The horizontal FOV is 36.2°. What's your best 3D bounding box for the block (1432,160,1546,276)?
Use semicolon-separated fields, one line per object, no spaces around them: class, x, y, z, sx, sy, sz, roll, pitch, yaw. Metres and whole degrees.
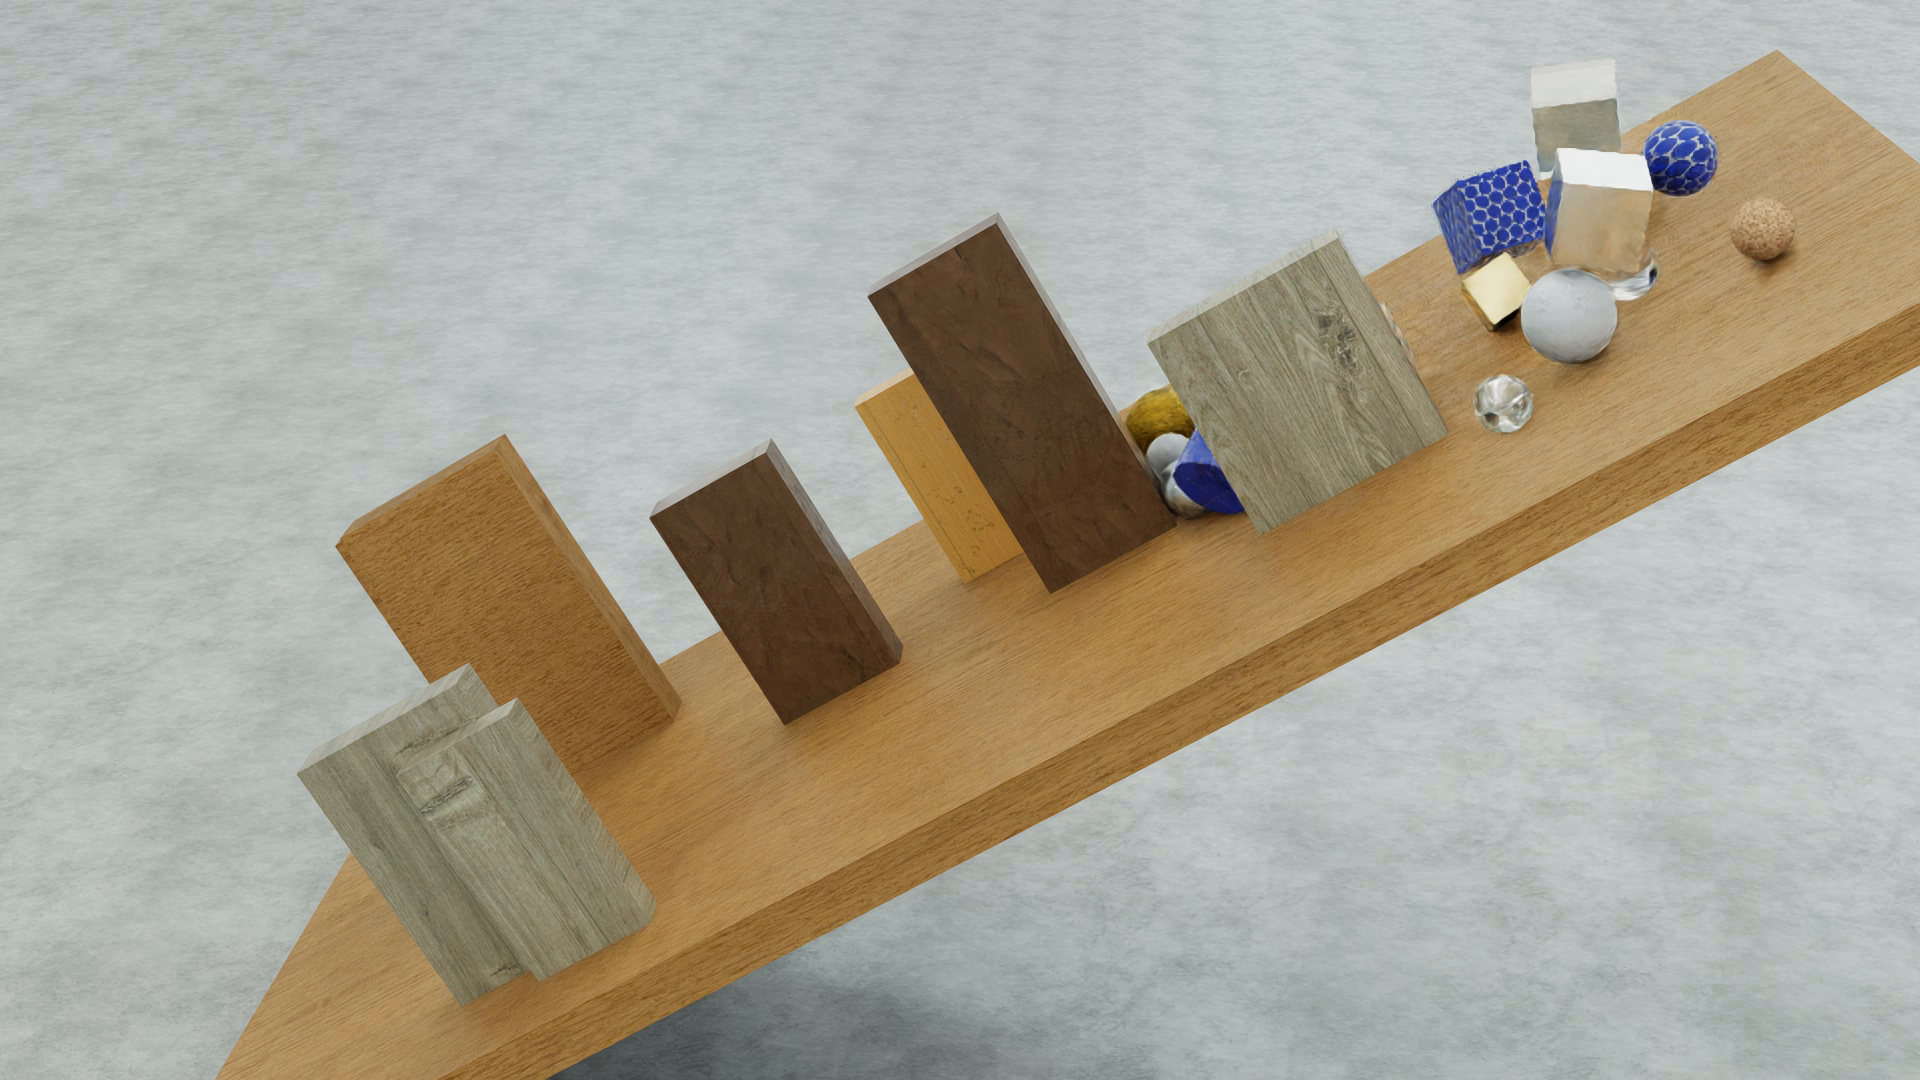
block;1.102;-0.665;6.081;0.162;0.162;0.162;-18;-7;-11

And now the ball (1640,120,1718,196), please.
ball;1.379;-0.732;5.639;0.146;0.146;0.146;0;19;0

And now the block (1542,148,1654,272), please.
block;1.197;-0.621;5.526;0.165;0.165;0.165;6;31;3

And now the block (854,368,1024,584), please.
block;0.066;-0.206;6.521;0.407;0.475;0.083;-29;15;12

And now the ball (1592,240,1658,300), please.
ball;1.303;-0.533;5.761;0.129;0.129;0.129;0;19;0

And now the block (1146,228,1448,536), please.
block;0.654;-0.305;5.700;0.415;0.447;0.092;-29;15;12

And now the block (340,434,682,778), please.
block;-1.048;0.191;6.907;0.431;0.769;0.132;-29;15;12

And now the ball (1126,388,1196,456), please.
ball;0.451;-0.242;6.442;0.180;0.180;0.180;0;19;0

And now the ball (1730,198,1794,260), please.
ball;1.510;-0.585;5.533;0.117;0.117;0.117;0;19;0

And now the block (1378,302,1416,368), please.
block;0.857;-0.385;6.159;0.142;0.142;0.142;-27;15;19

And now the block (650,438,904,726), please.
block;-0.392;0.092;6.335;0.294;0.547;0.107;-29;15;12

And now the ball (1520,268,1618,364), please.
ball;1.153;-0.424;5.570;0.180;0.180;0.180;0;19;0

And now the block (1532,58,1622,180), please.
block;1.277;-0.872;6.088;0.169;0.169;0.169;-5;36;15

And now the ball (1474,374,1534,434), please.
ball;1.012;-0.253;5.474;0.109;0.109;0.109;0;19;0

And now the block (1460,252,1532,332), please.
block;1.108;-0.509;6.055;0.109;0.109;0.109;-35;-9;2

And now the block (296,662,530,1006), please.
block;-0.983;0.588;5.841;0.380;0.582;0.119;-29;15;12

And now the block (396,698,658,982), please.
block;-0.839;0.585;5.717;0.261;0.502;0.089;-29;15;12

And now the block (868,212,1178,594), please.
block;0.134;-0.278;6.089;0.305;0.741;0.101;-29;15;12

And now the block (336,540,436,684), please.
block;-1.192;0.225;7.182;0.279;0.722;0.135;-29;15;12

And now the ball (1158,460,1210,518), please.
ball;0.472;-0.107;6.065;0.125;0.125;0.125;0;19;0

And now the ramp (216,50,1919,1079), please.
ramp;0.142;0.168;6.286;4.000;0.100;2.000;-29;15;12

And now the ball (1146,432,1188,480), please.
ball;0.447;-0.171;6.209;0.111;0.111;0.111;0;19;0

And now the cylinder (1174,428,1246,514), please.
cylinder;0.544;-0.171;5.948;0.170;0.170;0.170;12;60;31
